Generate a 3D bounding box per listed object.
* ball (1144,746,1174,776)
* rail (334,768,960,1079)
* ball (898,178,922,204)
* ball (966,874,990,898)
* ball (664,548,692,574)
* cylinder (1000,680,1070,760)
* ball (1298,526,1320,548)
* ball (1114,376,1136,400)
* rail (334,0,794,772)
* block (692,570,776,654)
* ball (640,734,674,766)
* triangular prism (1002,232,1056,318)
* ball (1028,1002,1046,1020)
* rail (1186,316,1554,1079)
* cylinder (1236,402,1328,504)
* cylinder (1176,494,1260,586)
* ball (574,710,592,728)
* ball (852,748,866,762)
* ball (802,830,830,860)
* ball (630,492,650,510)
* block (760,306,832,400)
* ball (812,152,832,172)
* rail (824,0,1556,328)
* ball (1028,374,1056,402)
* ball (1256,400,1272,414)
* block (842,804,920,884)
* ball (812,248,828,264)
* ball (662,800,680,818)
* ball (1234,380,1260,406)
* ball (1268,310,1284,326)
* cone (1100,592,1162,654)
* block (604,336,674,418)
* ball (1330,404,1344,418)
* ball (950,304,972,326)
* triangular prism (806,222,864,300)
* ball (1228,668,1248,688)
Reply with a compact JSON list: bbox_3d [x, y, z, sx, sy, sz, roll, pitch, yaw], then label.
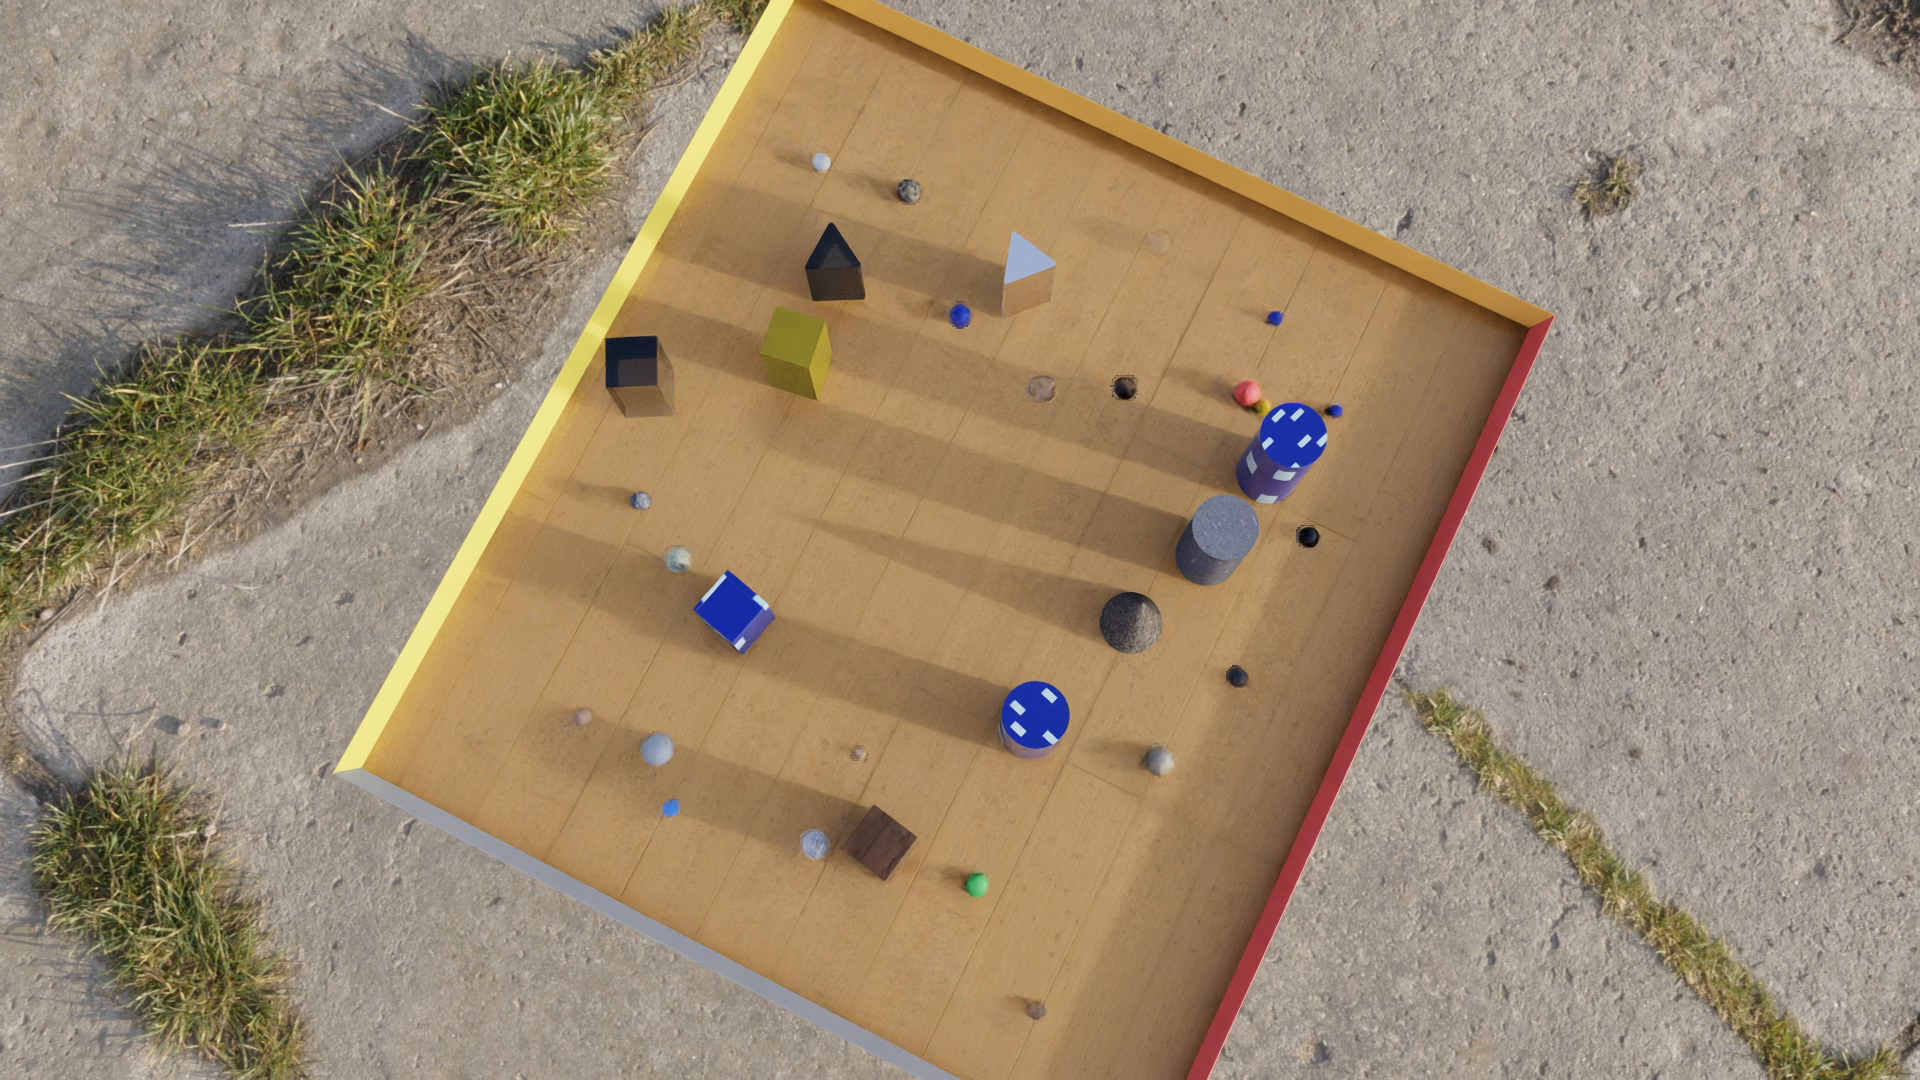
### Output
[{"bbox_3d":[0.591,0.656,5.435,0.089,0.089,0.089,0,78,0],"label":"ball"},{"bbox_3d":[-0.636,1.252,5.293,2.649,0.124,0.045,26,80,5],"label":"rail"},{"bbox_3d":[-0.160,-1.105,5.806,0.077,0.077,0.077,0,78,0],"label":"ball"},{"bbox_3d":[0.051,1.013,5.372,0.069,0.069,0.069,0,78,0],"label":"ball"},{"bbox_3d":[-0.857,0.062,5.562,0.081,0.081,0.081,0,78,0],"label":"ball"},{"bbox_3d":[0.213,0.527,5.319,0.190,0.370,0.190,0,78,0],"label":"cylinder"},{"bbox_3d":[1.063,-0.009,5.585,0.065,0.065,0.065,0,78,0],"label":"ball"},{"bbox_3d":[0.511,-0.470,5.676,0.073,0.073,0.073,0,78,0],"label":"ball"},{"bbox_3d":[-1.164,-0.563,5.669,0.045,0.124,2.891,26,80,5],"label":"rail"},{"bbox_3d":[-0.667,0.218,5.440,0.152,0.258,0.152,40,81,8],"label":"block"},{"bbox_3d":[-0.900,0.624,5.439,0.095,0.095,0.095,0,78,0],"label":"ball"},{"bbox_3d":[0.185,-0.825,5.624,0.165,0.320,0.143,-21,79,-4],"label":"triangular prism"},{"bbox_3d":[0.223,1.363,5.307,0.054,0.054,0.054,0,78,0],"label":"ball"},{"bbox_3d":[1.164,0.576,5.433,0.045,0.124,2.891,26,80,5],"label":"rail"},{"bbox_3d":[0.948,-0.252,5.433,0.190,0.461,0.190,0,78,0],"label":"cylinder"},{"bbox_3d":[0.754,0.005,5.404,0.190,0.414,0.190,0,78,0],"label":"cylinder"},{"bbox_3d":[-1.127,0.532,5.479,0.053,0.053,0.053,0,78,0],"label":"ball"},{"bbox_3d":[-0.299,0.640,5.463,0.041,0.041,0.041,0,78,0],"label":"ball"},{"bbox_3d":[-0.425,0.897,5.389,0.082,0.082,0.082,0,78,0],"label":"ball"},{"bbox_3d":[-0.979,-0.120,5.612,0.057,0.057,0.057,0,78,0],"label":"ball"},{"bbox_3d":[-0.493,-0.562,5.555,0.152,0.347,0.152,17,79,4],"label":"block"},{"bbox_3d":[-0.439,-1.202,5.835,0.059,0.059,0.059,0,78,0],"label":"ball"},{"bbox_3d":[0.636,-1.239,5.809,2.649,0.124,0.045,26,80,5],"label":"rail"},{"bbox_3d":[0.255,-0.469,5.670,0.086,0.086,0.086,0,78,0],"label":"ball"},{"bbox_3d":[0.940,-0.412,5.677,0.049,0.049,0.049,0,78,0],"label":"ball"},{"bbox_3d":[-0.225,0.877,5.272,0.152,0.319,0.152,36,81,7],"label":"block"},{"bbox_3d":[-0.439,-0.896,5.773,0.049,0.049,0.049,0,78,0],"label":"ball"},{"bbox_3d":[-0.856,0.796,5.427,0.048,0.048,0.048,0,78,0],"label":"ball"},{"bbox_3d":[0.890,-0.456,5.670,0.080,0.080,0.080,0,78,0],"label":"ball"},{"bbox_3d":[0.988,-0.695,5.736,0.047,0.047,0.047,0,78,0],"label":"ball"},{"bbox_3d":[0.519,0.215,5.387,0.190,0.362,0.190,0,78,0],"label":"cone"},{"bbox_3d":[-0.966,-0.491,5.548,0.152,0.333,0.152,-3,78,-1],"label":"block"},{"bbox_3d":[1.165,-0.400,5.677,0.043,0.043,0.043,0,78,0],"label":"ball"},{"bbox_3d":[0.001,-0.702,5.726,0.070,0.070,0.070,0,78,0],"label":"ball"},{"bbox_3d":[-0.385,-0.858,5.645,0.165,0.291,0.143,-3,78,-1],"label":"triangular prism"},{"bbox_3d":[0.835,0.413,5.501,0.059,0.059,0.059,0,78,0],"label":"ball"}]
